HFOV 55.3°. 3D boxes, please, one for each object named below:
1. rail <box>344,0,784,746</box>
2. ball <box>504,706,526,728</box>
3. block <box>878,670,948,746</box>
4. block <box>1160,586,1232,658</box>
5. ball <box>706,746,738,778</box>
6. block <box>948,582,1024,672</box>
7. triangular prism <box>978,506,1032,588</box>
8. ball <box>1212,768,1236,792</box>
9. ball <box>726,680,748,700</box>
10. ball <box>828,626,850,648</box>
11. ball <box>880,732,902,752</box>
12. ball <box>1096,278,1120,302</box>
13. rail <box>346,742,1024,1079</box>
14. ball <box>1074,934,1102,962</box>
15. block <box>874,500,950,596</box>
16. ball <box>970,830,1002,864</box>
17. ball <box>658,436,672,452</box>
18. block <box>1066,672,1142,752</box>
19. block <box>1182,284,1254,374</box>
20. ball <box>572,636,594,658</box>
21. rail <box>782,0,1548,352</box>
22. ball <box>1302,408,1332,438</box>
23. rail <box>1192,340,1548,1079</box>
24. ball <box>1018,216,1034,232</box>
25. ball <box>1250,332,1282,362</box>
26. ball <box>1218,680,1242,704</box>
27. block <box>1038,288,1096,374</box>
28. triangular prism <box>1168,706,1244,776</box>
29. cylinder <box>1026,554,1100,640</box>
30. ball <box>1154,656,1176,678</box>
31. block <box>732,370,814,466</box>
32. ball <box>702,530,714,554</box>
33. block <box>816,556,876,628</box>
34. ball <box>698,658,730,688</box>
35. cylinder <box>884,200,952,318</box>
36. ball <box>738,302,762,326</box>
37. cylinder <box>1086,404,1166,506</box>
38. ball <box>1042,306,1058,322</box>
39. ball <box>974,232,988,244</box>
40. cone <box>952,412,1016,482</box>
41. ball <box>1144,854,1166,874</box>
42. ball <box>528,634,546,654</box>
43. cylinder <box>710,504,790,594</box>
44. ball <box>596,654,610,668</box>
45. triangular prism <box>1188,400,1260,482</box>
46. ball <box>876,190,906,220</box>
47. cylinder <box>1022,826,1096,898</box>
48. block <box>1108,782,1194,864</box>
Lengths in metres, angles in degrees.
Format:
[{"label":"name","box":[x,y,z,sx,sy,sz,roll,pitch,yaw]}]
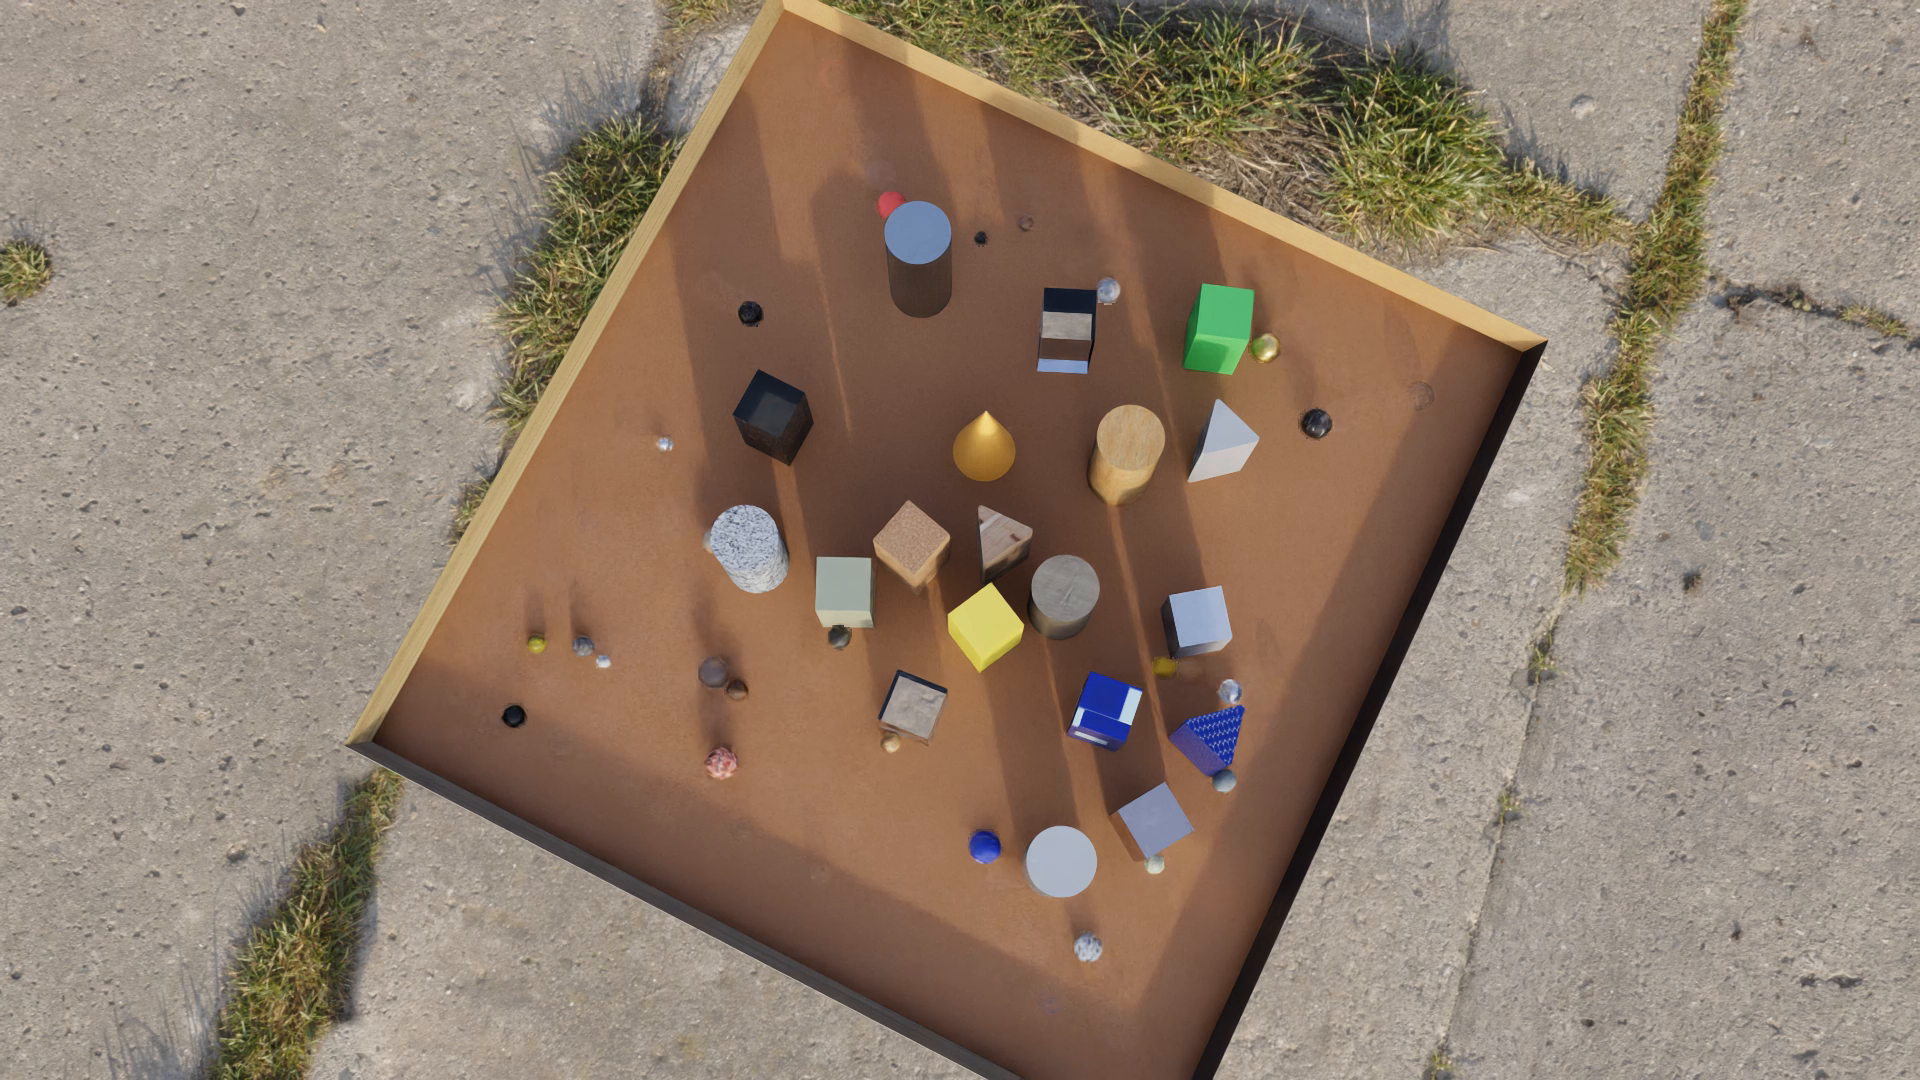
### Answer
[{"label":"rail","box":[-1.175,-0.568,5.668,0.045,0.127,2.727,26,80,5]},{"label":"ball","box":[-1.331,0.527,5.474,0.067,0.067,0.067,0,78,0]},{"label":"block","box":[-0.136,0.496,5.391,0.156,0.241,0.156,22,79,4]},{"label":"block","box":[0.699,0.247,5.438,0.156,0.249,0.156,-10,78,-2]},{"label":"ball","box":[-0.706,0.659,5.430,0.097,0.097,0.097,0,78,0]},{"label":"block","box":[0.074,0.261,5.395,0.156,0.327,0.156,-36,81,-7]},{"label":"triangular prism","box":[0.097,0.000,5.419,0.169,0.386,0.146,-34,80,-7]},{"label":"ball","box":[0.782,0.713,5.432,0.072,0.072,0.072,0,78,0]},{"label":"ball","box":[-0.668,0.451,5.491,0.063,0.063,0.063,0,78,0]},{"label":"ball","box":[-0.363,0.294,5.521,0.069,0.069,0.069,0,78,0]},{"label":"ball","box":[-0.206,0.600,5.452,0.063,0.063,0.063,0,78,0]},{"label":"ball","box":[0.463,-0.783,5.739,0.078,0.078,0.078,0,78,0]},{"label":"rail","box":[-0.599,1.180,5.307,2.674,0.127,0.045,26,80,5]},{"label":"ball","box":[0.373,1.186,5.329,0.082,0.082,0.082,0,78,0]},{"label":"block","box":[-0.140,0.028,5.426,0.156,0.362,0.156,40,81,8]},{"label":"ball","box":[0.075,0.902,5.381,0.096,0.096,0.096,0,78,0]},{"label":"ball","box":[-0.912,-0.296,5.655,0.045,0.045,0.045,0,78,0]},{"label":"block","box":[0.418,0.504,5.337,0.156,0.344,0.156,19,79,4]},{"label":"block","box":[0.783,-0.637,5.570,0.156,0.349,0.156,8,78,2]},{"label":"ball","box":[-1.136,0.321,5.517,0.064,0.064,0.064,0,78,0]},{"label":"rail","box":[0.599,-1.167,5.792,2.674,0.127,0.045,26,80,5]},{"label":"ball","box":[1.098,-0.358,5.643,0.094,0.094,0.094,0,78,0]},{"label":"rail","box":[1.175,0.582,5.430,0.045,0.127,2.727,26,80,5]},{"label":"ball","box":[0.208,-1.003,5.799,0.049,0.049,0.049,0,78,0]},{"label":"ball","box":[0.951,-0.598,5.693,0.093,0.093,0.093,0,78,0]},{"label":"ball","box":[0.811,0.454,5.487,0.071,0.071,0.071,0,78,0]},{"label":"block","box":[0.324,-0.634,5.576,0.156,0.335,0.156,3,78,1]},{"label":"triangular prism","box":[0.734,0.554,5.280,0.146,0.435,0.169,-44,82,-8]},{"label":"cylinder","box":[0.301,0.173,5.401,0.195,0.353,0.195,0,78,0]},{"label":"ball","box":[0.616,0.384,5.504,0.066,0.066,0.066,0,78,0]},{"label":"block","box":[-0.559,-0.365,5.520,0.156,0.337,0.156,27,80,5]},{"label":"ball","box":[-0.744,0.005,5.573,0.081,0.081,0.081,0,78,0]},{"label":"block","box":[-0.336,0.158,5.425,0.156,0.310,0.156,1,78,0]},{"label":"ball","box":[-0.738,0.398,5.486,0.094,0.094,0.094,0,78,0]},{"label":"cylinder","box":[-0.122,-0.842,5.544,0.195,0.483,0.195,0,78,0]},{"label":"ball","box":[-0.654,-0.708,5.724,0.076,0.076,0.076,0,78,0]},{"label":"cylinder","box":[0.487,-0.246,5.440,0.195,0.446,0.195,0,78,0]},{"label":"ball","box":[0.281,-0.706,5.737,0.047,0.047,0.047,0,78,0]},{"label":"ball","box":[0.067,-0.955,5.793,0.040,0.040,0.040,0,78,0]},{"label":"cone","box":[0.075,-0.322,5.448,0.195,0.460,0.195,0,78,0]},{"label":"ball","box":[0.573,0.952,5.388,0.061,0.061,0.061,0,78,0]},{"label":"ball","box":[-1.275,0.312,5.523,0.057,0.057,0.057,0,78,0]},{"label":"cylinder","box":[-0.618,0.031,5.426,0.195,0.360,0.195,0,78,0]},{"label":"ball","box":[-1.074,0.365,5.520,0.041,0.041,0.041,0,78,0]},{"label":"triangular prism","box":[0.768,-0.305,5.496,0.169,0.359,0.146,-14,79,-3]},{"label":"ball","box":[-0.215,-1.055,5.786,0.095,0.095,0.095,0,78,0]},{"label":"cylinder","box":[0.280,0.923,5.231,0.195,0.380,0.195,0,78,0]},{"label":"block","box":[0.544,0.814,5.264,0.156,0.361,0.156,-30,80,-6]}]
